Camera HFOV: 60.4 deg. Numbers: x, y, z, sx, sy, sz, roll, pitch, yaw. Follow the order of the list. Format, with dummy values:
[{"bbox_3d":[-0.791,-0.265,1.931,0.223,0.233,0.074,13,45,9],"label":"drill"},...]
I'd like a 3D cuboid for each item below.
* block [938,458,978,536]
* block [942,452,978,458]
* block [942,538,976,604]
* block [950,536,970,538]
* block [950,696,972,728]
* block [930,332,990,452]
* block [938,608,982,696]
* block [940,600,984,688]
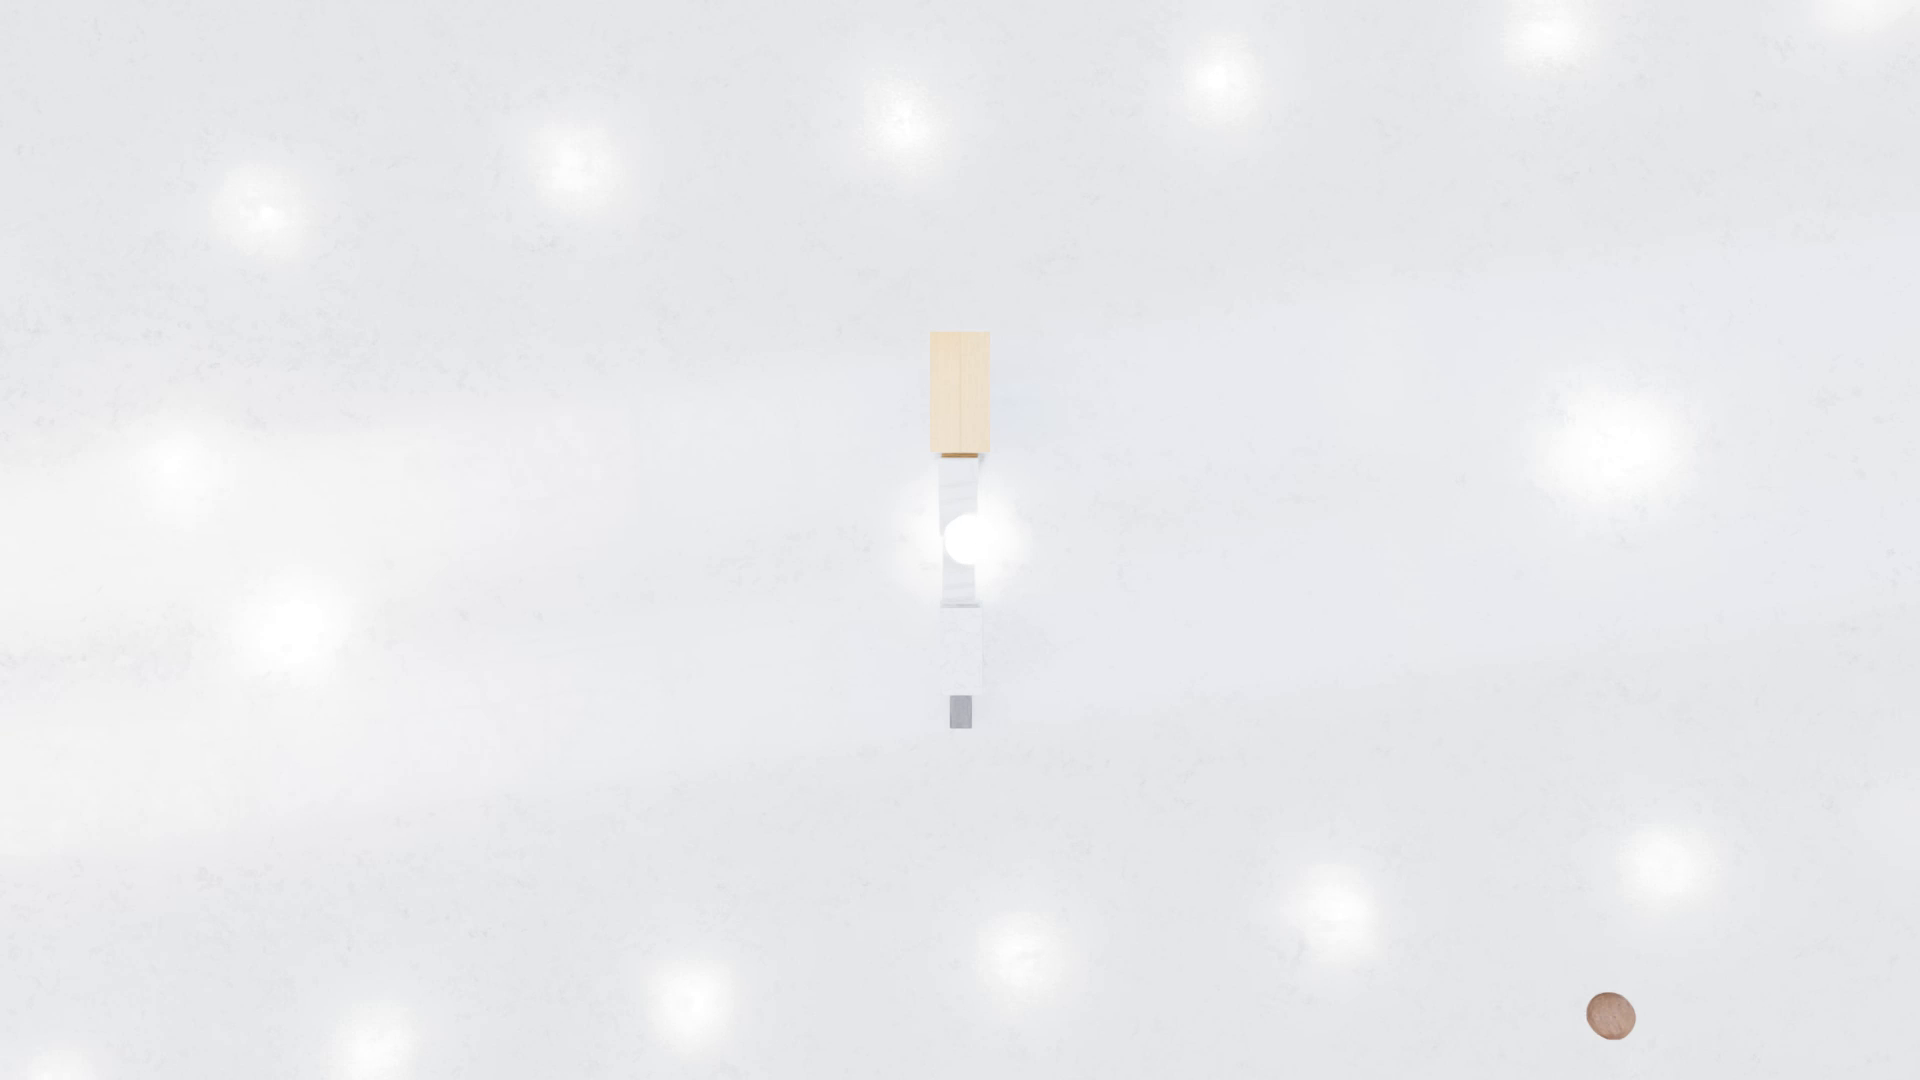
[{"bbox_3d":[-0.005,-0.132,5.092,0.121,0.034,0.241,0,90,0],"label":"block"},{"bbox_3d":[-0.001,-0.349,5.250,0.117,0.033,0.233,0,90,0],"label":"block"},{"bbox_3d":[-0.004,0.094,5.113,0.101,0.029,0.202,0,90,0],"label":"block"},{"bbox_3d":[0.000,-0.034,5.359,0.066,0.019,0.131,0,90,0],"label":"block"},{"bbox_3d":[0.003,0.538,5.344,0.073,0.021,0.146,0,90,0],"label":"block"},{"bbox_3d":[0.000,-0.434,4.856,0.176,0.050,0.353,0,90,0],"label":"block"},{"bbox_3d":[0.002,0.330,4.909,0.130,0.037,0.259,0,90,0],"label":"block"},{"bbox_3d":[0.004,0.328,5.206,0.137,0.039,0.275,0,90,0],"label":"block"}]
